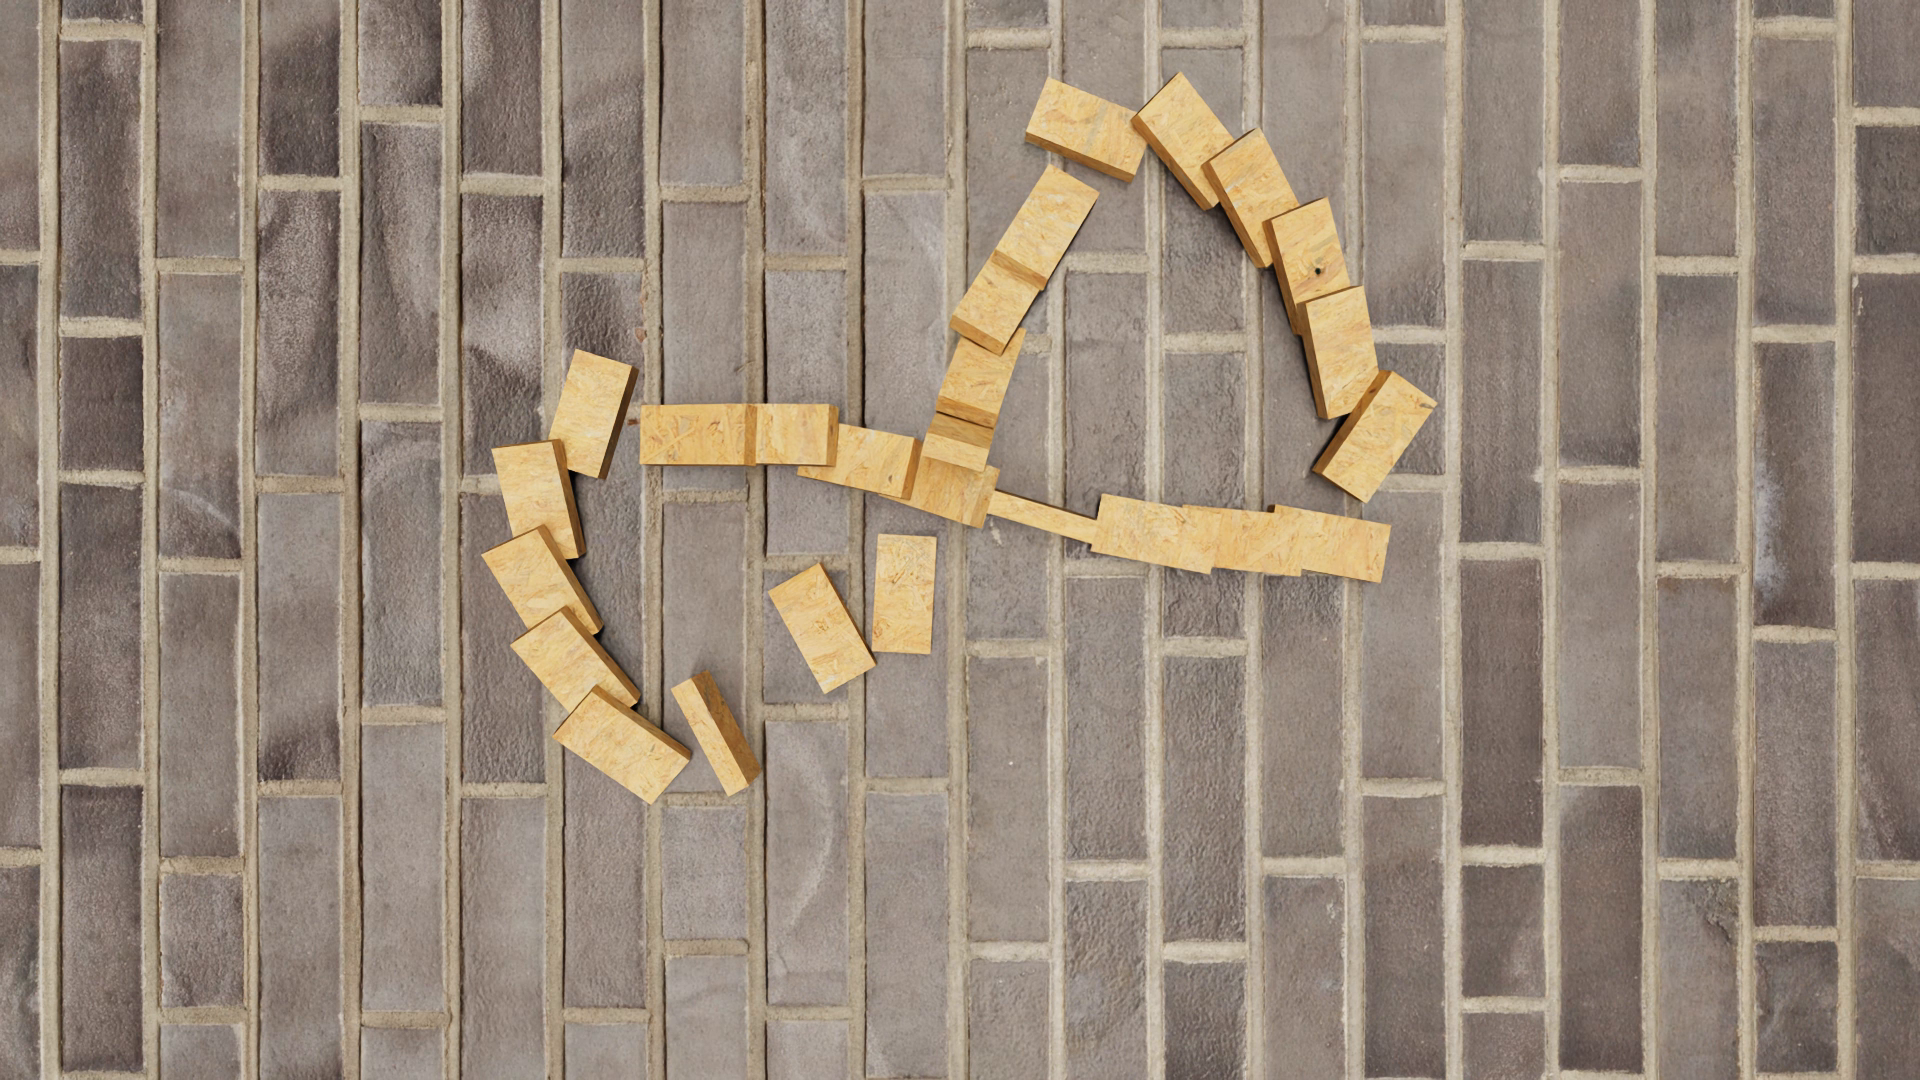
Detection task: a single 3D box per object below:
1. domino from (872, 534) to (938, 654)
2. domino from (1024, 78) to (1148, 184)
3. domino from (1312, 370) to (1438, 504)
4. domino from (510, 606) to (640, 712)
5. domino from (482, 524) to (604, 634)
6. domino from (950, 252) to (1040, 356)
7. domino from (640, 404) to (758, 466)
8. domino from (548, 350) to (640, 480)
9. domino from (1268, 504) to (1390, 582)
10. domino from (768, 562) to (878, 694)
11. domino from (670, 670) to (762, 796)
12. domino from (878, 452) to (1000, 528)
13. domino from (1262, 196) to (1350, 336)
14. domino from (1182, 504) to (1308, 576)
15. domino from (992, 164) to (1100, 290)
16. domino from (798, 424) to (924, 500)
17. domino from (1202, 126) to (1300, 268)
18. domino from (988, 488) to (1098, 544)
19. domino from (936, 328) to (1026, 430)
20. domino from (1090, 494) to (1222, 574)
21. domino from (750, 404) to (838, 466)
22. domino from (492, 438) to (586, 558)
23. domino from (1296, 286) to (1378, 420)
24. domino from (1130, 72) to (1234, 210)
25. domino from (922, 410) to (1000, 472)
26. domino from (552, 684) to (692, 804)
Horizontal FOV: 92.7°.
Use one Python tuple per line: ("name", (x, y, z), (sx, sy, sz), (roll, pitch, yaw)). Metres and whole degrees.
("domino", (-0.024, 0.023, 0.395), (0.025, 0.010, 0.050), (3, 90, 0))
("domino", (0.056, -0.177, 0.395), (0.050, 0.009, 0.025), (22, 90, 0))
("domino", (0.176, -0.044, 0.389), (0.025, 0.009, 0.050), (30, 99, -12))
("domino", (-0.162, 0.055, 0.389), (0.025, 0.010, 0.050), (-34, 106, 0))
("domino", (-0.176, 0.021, 0.388), (0.025, 0.010, 0.050), (-25, 107, -1))
("domino", (0.019, -0.104, 0.386), (0.025, 0.009, 0.050), (30, 68, 0))
("domino", (-0.111, -0.044, 0.388), (0.050, 0.010, 0.025), (2, 90, 17))
("domino", (-0.159, -0.054, 0.395), (0.025, 0.009, 0.050), (17, 90, 0))
("domino", (0.157, 0.002, 0.395), (0.050, 0.010, 0.025), (10, 90, 0))
("domino", (-0.059, 0.038, 0.395), (0.025, 0.009, 0.050), (-29, 90, 0))
("domino", (-0.102, 0.081, 0.388), (0.010, 0.025, 0.050), (-28, 90, 0))
("domino", (-0.009, -0.024, 0.381), (0.050, 0.009, 0.025), (19, 93, 35))
("domino", (0.148, -0.115, 0.388), (0.025, 0.009, 0.050), (-23, 106, 0))
("domino", (0.119, 0.000, 0.389), (0.050, 0.010, 0.025), (6, 90, 15))
("domino", (0.036, -0.133, 0.388), (0.025, 0.010, 0.050), (30, 72, 0))
("domino", (-0.042, -0.034, 0.387), (0.050, 0.009, 0.025), (13, 90, 21))
("domino", (0.126, -0.144, 0.389), (0.025, 0.010, 0.050), (-35, 106, 0))
("domino", (0.032, -0.011, 0.387), (0.050, 0.025, 0.009), (17, 96, 0))
("domino", (0.009, -0.071, 0.383), (0.025, 0.010, 0.050), (18, 57, 0))
("domino", (0.083, -0.003, 0.389), (0.050, 0.009, 0.025), (11, 91, 15))
("domino", (-0.077, -0.044, 0.388), (0.050, 0.010, 0.025), (3, 90, 18))
("domino", (-0.178, -0.016, 0.389), (0.025, 0.009, 0.050), (-7, 105, 0))
("domino", (0.161, -0.079, 0.389), (0.025, 0.009, 0.050), (-18, 105, -1))
("domino", (0.099, -0.169, 0.389), (0.025, 0.009, 0.050), (-46, 105, 0))
("domino", (0.001, -0.044, 0.376), (0.025, 0.050, 0.010), (16, 116, 0))
("domino", (-0.143, 0.087, 0.389), (0.050, 0.010, 0.025), (41, 91, -15))
